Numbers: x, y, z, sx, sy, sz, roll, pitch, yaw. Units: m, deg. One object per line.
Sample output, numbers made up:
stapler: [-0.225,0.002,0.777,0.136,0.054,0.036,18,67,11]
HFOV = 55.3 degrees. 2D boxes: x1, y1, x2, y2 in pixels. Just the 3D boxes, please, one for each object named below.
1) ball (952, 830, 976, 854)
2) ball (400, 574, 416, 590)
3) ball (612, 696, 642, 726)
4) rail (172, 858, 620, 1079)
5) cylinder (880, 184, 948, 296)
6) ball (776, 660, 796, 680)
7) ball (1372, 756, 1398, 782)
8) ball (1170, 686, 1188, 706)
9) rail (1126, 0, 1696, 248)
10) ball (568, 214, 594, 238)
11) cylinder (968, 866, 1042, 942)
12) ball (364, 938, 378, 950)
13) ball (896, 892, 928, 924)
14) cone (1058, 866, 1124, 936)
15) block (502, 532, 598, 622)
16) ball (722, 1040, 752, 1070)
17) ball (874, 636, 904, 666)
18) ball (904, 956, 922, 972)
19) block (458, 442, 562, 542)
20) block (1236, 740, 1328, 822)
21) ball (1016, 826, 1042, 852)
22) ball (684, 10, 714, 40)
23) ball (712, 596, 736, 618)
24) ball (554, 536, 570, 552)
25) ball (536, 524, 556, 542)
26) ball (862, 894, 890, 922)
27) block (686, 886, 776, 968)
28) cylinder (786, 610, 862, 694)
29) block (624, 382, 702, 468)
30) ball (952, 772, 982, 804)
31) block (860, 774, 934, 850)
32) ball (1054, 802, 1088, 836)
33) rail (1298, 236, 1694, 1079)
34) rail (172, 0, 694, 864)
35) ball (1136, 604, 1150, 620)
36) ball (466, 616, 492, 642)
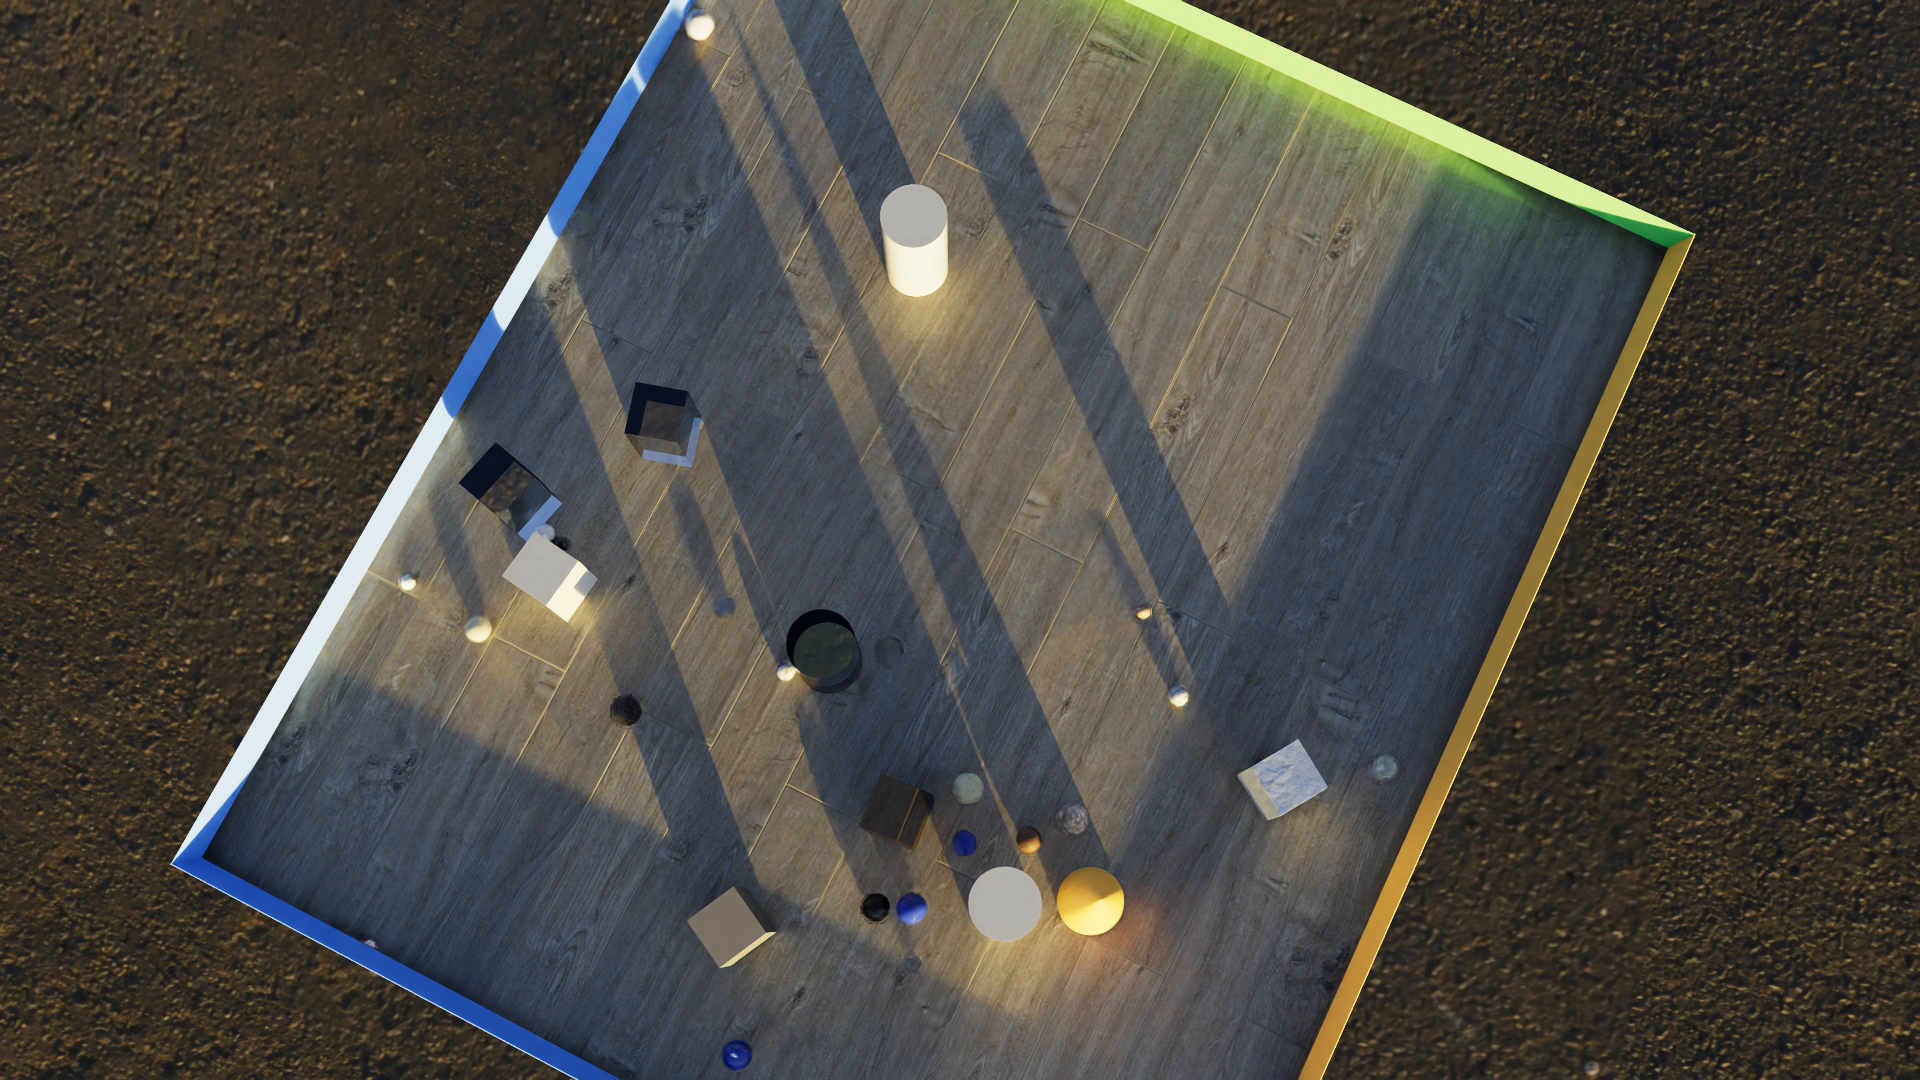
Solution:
ball: [0.012,0.890,5.396,0.071,0.071,0.071,0,78,0]
ball: [-1.678,0.128,5.567,0.046,0.046,0.046,0,78,0]
ball: [-0.995,0.511,5.466,0.088,0.088,0.088,0,78,0]
rail: [-0.830,1.633,5.212,3.219,0.129,0.045,26,80,5]
cylinder: [-0.136,-0.908,5.587,0.198,0.426,0.198,0,78,0]
ball: [-0.524,0.392,5.505,0.060,0.060,0.060,0,78,0]
ball: [1.260,0.678,5.438,0.075,0.075,0.075,0,78,0]
ball: [0.656,0.467,5.490,0.058,0.058,0.058,0,78,0]
rail: [0.830,-1.619,5.885,3.219,0.129,0.045,26,80,5]
ball: [-1.196,-0.991,5.781,0.080,0.080,0.080,0,78,0]
cylinder: [0.121,1.027,5.160,0.198,0.478,0.198,0,78,0]
ball: [-1.723,1.185,5.350,0.041,0.041,0.041,0,78,0]
ball: [-0.140,1.074,5.349,0.089,0.089,0.089,0,78,0]
cone: [0.385,1.022,5.200,0.198,0.402,0.198,0,78,0]
block: [-1.215,0.112,5.445,0.159,0.291,0.159,33,80,6]
ball: [-0.640,1.480,5.268,0.084,0.084,0.084,0,78,0]
ball: [-0.212,0.334,5.502,0.088,0.088,0.088,0,78,0]
ball: [-0.137,1.234,5.336,0.050,0.050,0.050,0,78,0]
block: [-1.335,-0.139,5.463,0.159,0.357,0.159,39,81,7]
block: [0.933,0.700,5.327,0.159,0.283,0.159,-30,80,-6]
ball: [0.203,0.881,5.397,0.074,0.074,0.074,0,78,0]
ball: [-0.843,-1.662,5.912,0.095,0.095,0.095,0,78,0]
ball: [-0.711,0.202,5.539,0.071,0.071,0.071,0,78,0]
ball: [-1.214,0.013,5.590,0.047,0.047,0.047,0,78,0]
ball: [-1.266,-0.020,5.590,0.060,0.060,0.060,0,78,0]
ball: [-0.246,1.074,5.352,0.083,0.083,0.083,0,78,0]
block: [-0.648,1.105,5.236,0.159,0.298,0.159,-36,81,-7]
cylinder: [-0.394,0.329,5.366,0.198,0.357,0.198,0,78,0]
block: [-0.892,-0.345,5.533,0.159,0.304,0.159,10,78,2]
ball: [0.021,0.734,5.417,0.093,0.093,0.093,0,78,0]
block: [-0.179,0.789,5.291,0.159,0.318,0.159,21,79,4]
ball: [0.326,0.821,5.396,0.099,0.099,0.099,0,78,0]
rail: [1.418,0.701,5.405,0.045,0.129,3.761,26,80,5]
rail: [-1.418,-0.688,5.692,0.045,0.129,3.761,26,80,5]
ball: [0.553,0.216,5.548,0.046,0.046,0.046,0,78,0]
ball: [-1.451,0.267,5.522,0.077,0.077,0.077,0,78,0]
